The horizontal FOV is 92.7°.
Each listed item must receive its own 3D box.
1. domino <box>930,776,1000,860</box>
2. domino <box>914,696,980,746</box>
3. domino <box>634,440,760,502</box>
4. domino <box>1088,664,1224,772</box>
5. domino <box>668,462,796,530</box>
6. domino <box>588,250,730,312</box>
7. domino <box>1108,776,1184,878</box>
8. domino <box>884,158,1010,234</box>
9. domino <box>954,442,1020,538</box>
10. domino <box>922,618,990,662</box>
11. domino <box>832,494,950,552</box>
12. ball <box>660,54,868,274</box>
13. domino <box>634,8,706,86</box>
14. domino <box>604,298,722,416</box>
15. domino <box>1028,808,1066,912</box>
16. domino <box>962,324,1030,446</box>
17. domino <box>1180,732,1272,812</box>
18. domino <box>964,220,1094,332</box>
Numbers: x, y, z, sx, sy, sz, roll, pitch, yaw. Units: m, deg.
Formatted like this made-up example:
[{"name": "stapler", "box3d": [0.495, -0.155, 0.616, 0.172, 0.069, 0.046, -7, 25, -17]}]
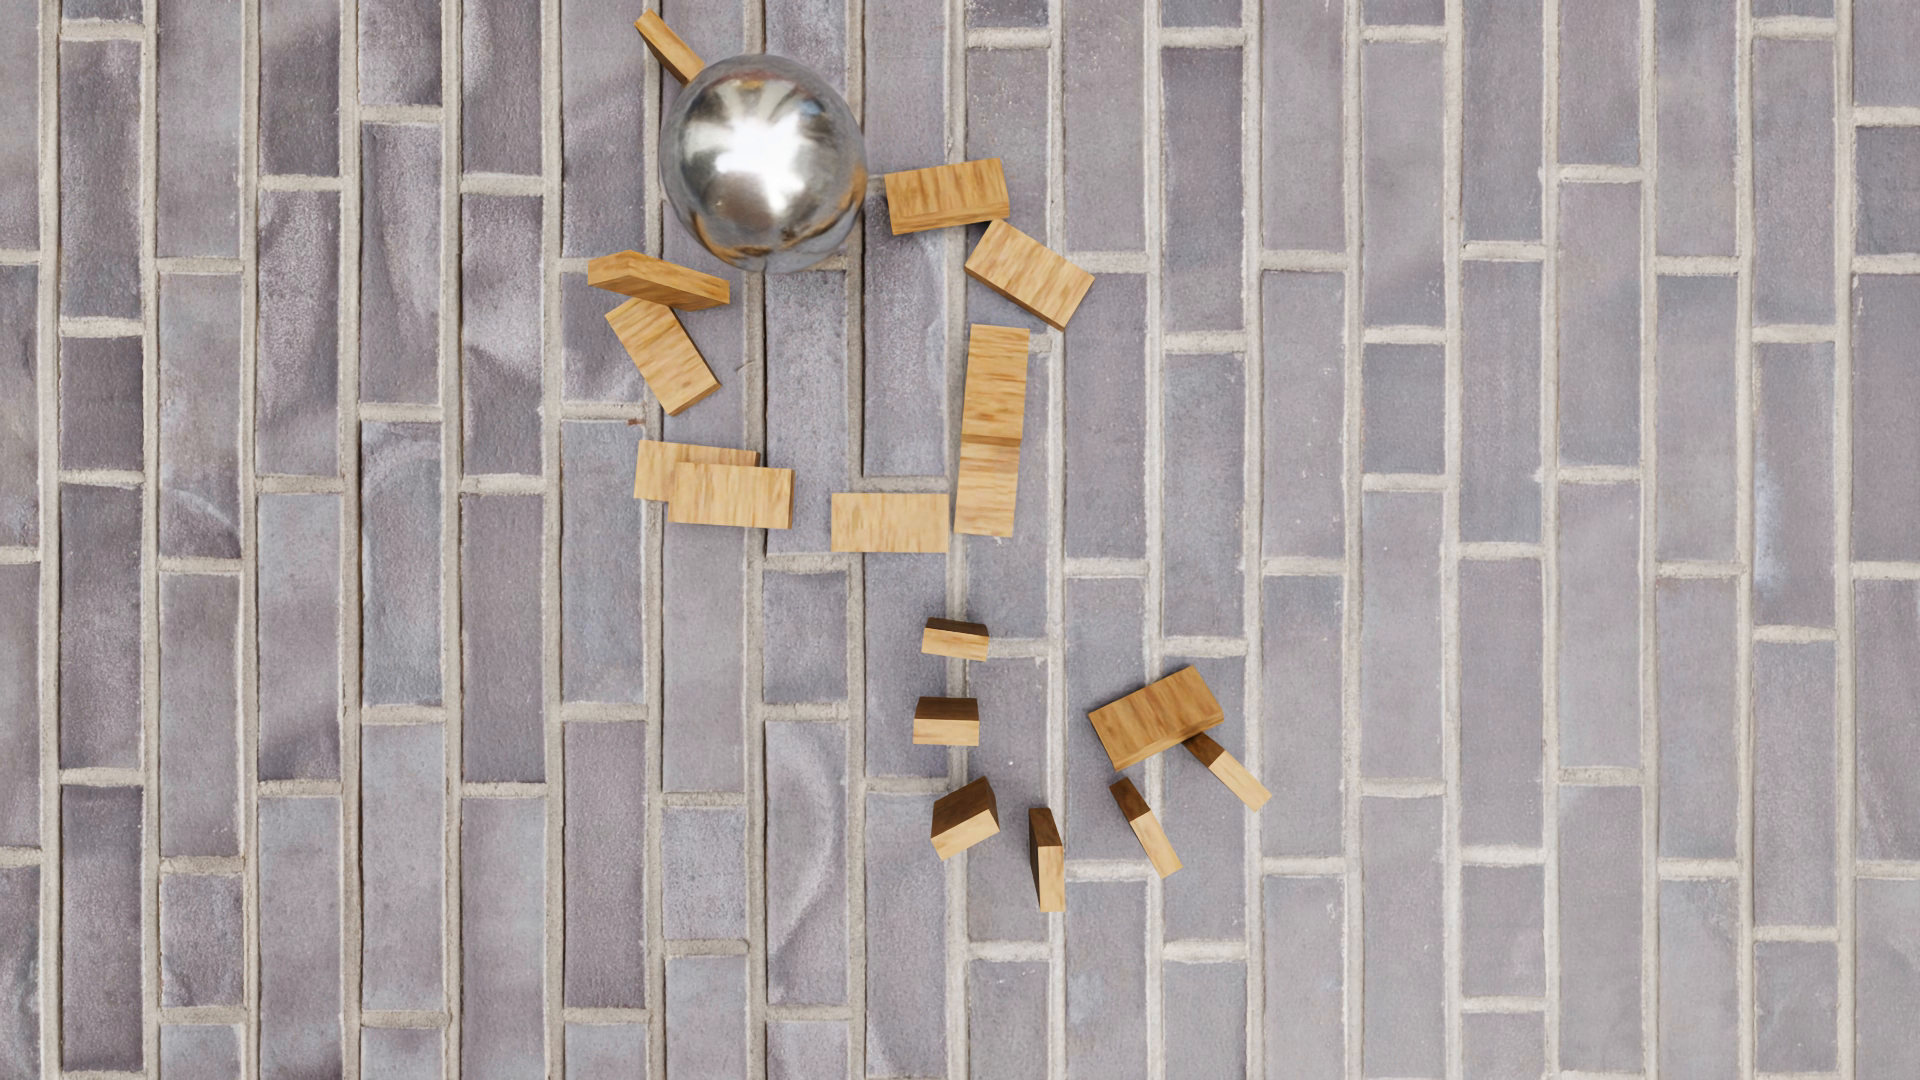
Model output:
[{"name": "domino", "box3d": [0.002, 0.113, 0.375, 0.025, 0.050, 0.010, -27, 90, 0]}, {"name": "domino", "box3d": [-0.005, 0.074, 0.375, 0.025, 0.050, 0.010, 2, 90, 0]}, {"name": "domino", "box3d": [-0.113, -0.028, 0.395, 0.050, 0.010, 0.025, 6, 90, 0]}, {"name": "domino", "box3d": [0.083, 0.075, 0.388, 0.050, 0.009, 0.025, -25, 47, 0]}, {"name": "domino", "box3d": [-0.096, -0.019, 0.386, 0.050, 0.009, 0.025, 4, 90, 0]}, {"name": "domino", "box3d": [-0.121, -0.104, 0.372, 0.025, 0.050, 0.009, 0, 90, 33]}, {"name": "domino", "box3d": [0.075, 0.116, 0.375, 0.010, 0.050, 0.025, -29, 90, 0]}, {"name": "domino", "box3d": [-0.006, -0.147, 0.391, 0.050, 0.010, 0.025, -9, 65, 0]}, {"name": "domino", "box3d": [0.012, -0.027, 0.395, 0.025, 0.010, 0.050, 5, 90, 0]}, {"name": "domino", "box3d": [-0.002, 0.040, 0.375, 0.025, 0.050, 0.009, 8, 90, 0]}, {"name": "domino", "box3d": [-0.030, -0.007, 0.395, 0.050, 0.010, 0.025, 0, 90, 0]}, {"name": "ball", "box3d": [-0.076, -0.146, 0.360, 0.080, 0.080, 0.080, 0, 90, 0]}, {"name": "domino", "box3d": [-0.113, -0.197, 0.388, 0.010, 0.025, 0.050, -44, 90, 0]}, {"name": "domino", "box3d": [-0.128, -0.081, 0.395, 0.025, 0.010, 0.050, -33, 90, 0]}, {"name": "domino", "box3d": [0.035, 0.130, 0.375, 0.010, 0.050, 0.025, -2, 90, 0]}, {"name": "domino", "box3d": [0.015, -0.066, 0.389, 0.025, 0.009, 0.050, 5, 76, 0]}, {"name": "domino", "box3d": [0.107, 0.092, 0.375, 0.025, 0.050, 0.010, 44, 90, 0]}, {"name": "domino", "box3d": [0.030, -0.114, 0.395, 0.050, 0.010, 0.025, 32, 90, 0]}]
